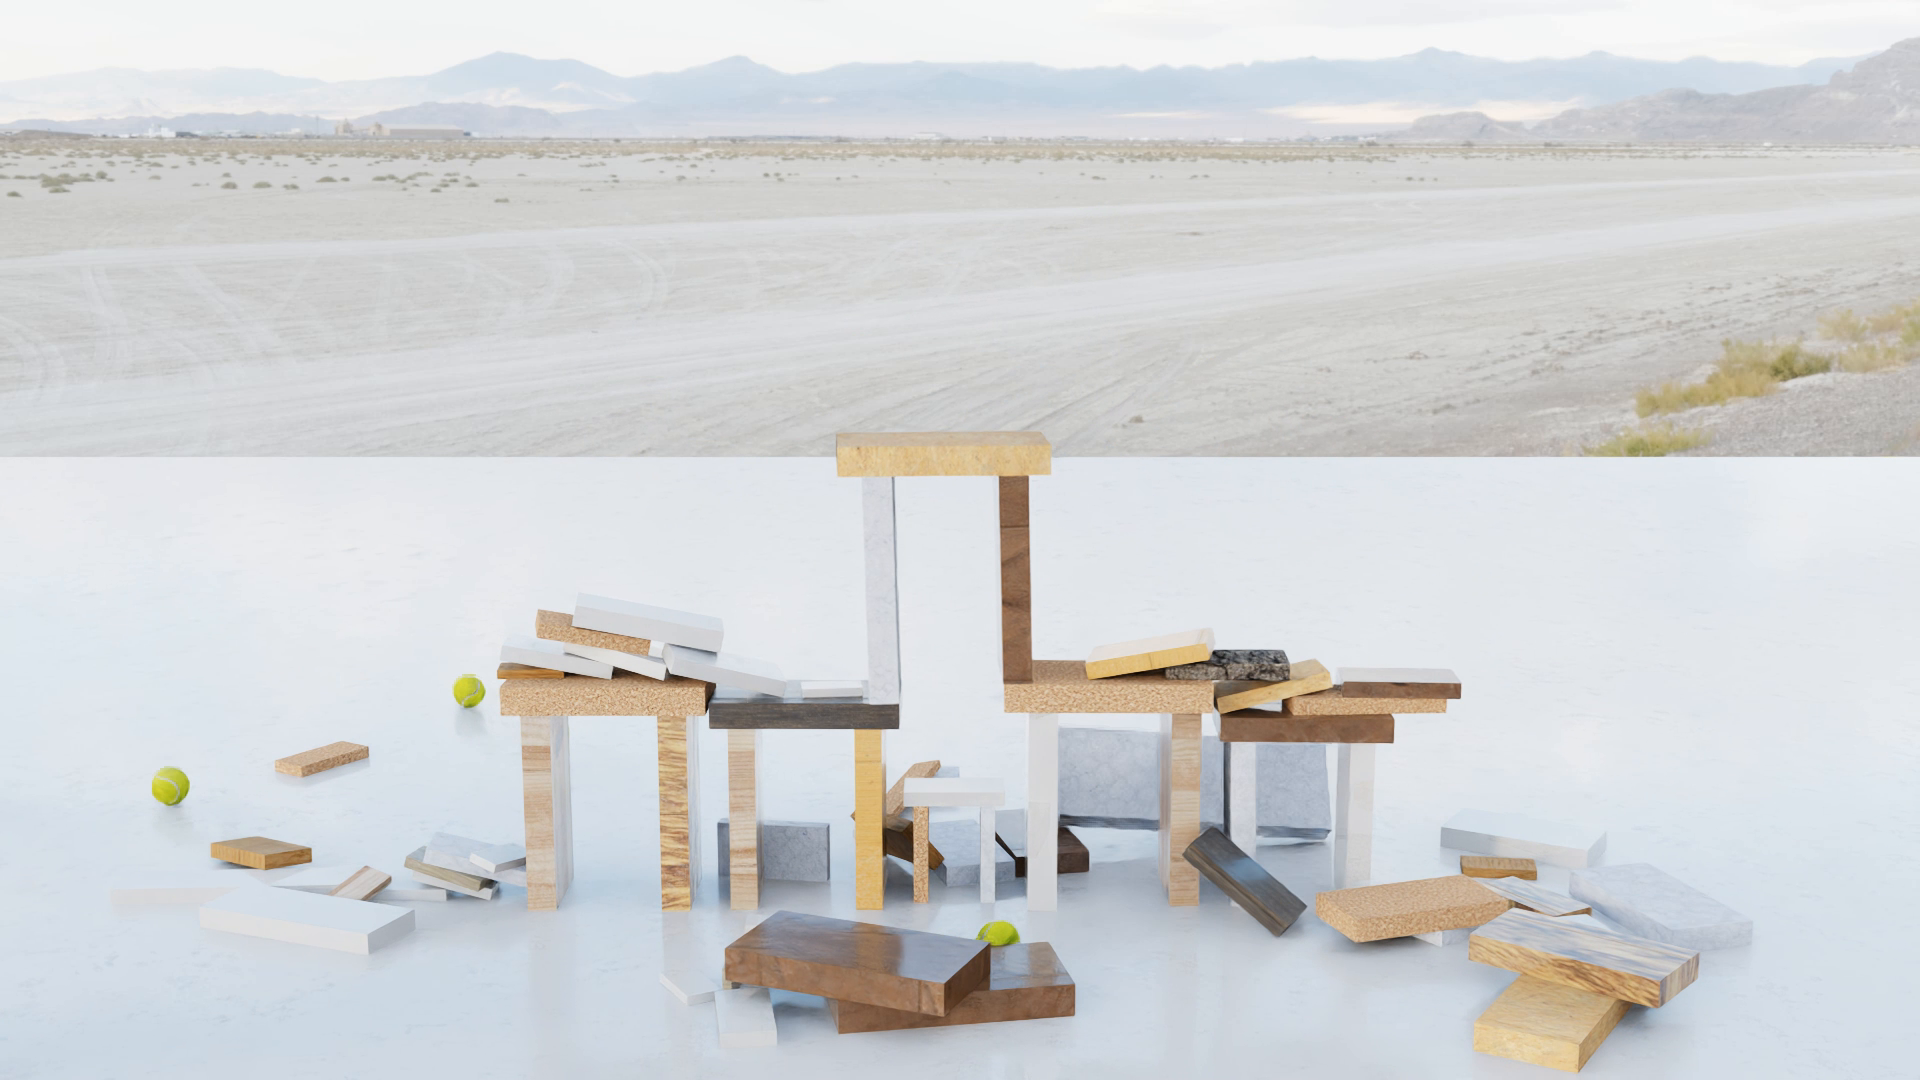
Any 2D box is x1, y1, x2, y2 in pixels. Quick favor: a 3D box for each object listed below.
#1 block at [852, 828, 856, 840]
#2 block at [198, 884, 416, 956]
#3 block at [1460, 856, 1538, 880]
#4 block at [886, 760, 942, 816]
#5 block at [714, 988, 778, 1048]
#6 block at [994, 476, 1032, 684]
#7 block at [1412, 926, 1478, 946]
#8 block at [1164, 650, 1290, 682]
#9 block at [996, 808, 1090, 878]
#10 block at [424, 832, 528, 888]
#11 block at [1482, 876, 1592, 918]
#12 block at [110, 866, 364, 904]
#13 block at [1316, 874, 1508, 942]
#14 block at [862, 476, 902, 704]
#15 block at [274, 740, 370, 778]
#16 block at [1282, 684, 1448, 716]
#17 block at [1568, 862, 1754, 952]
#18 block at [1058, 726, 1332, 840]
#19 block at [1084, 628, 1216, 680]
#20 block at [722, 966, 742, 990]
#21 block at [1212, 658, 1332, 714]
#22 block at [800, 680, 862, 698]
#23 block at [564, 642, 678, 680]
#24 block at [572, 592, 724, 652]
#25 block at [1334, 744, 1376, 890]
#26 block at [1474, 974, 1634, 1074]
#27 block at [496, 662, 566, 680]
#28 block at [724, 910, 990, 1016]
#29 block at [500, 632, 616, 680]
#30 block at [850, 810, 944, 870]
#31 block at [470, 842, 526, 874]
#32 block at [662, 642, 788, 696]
[{"bbox_3d":[-0.132,0.529,3.956,0.109,0.015,0.054,-4,11,-23],"label":"block"},{"bbox_3d":[-1.041,0.603,3.506,0.325,0.034,0.121,4,11,22],"label":"block"},{"bbox_3d":[0.923,0.562,3.770,0.123,0.017,0.062,2,11,9],"label":"block"},{"bbox_3d":[-0.108,0.476,4.148,0.054,0.015,0.307,-11,11,19],"label":"block"},{"bbox_3d":[-0.306,0.679,3.129,0.079,0.022,0.158,-2,11,-9],"label":"block"},{"bbox_3d":[0.085,0.050,3.567,0.048,0.336,0.168,-2,10,-2],"label":"block"},{"bbox_3d":[0.734,0.605,3.520,0.087,0.025,0.174,-8,13,-36],"label":"block"},{"bbox_3d":[0.433,0.203,3.585,0.199,0.028,0.099,0,11,2],"label":"block"},{"bbox_3d":[0.129,0.531,3.884,0.130,0.037,0.259,-3,11,-13],"label":"block"},{"bbox_3d":[-0.796,0.532,3.666,0.178,0.025,0.089,14,11,-5],"label":"block"},{"bbox_3d":[0.934,0.592,3.590,0.087,0.025,0.174,-6,12,-31],"label":"block"},{"bbox_3d":[-1.200,0.576,3.673,0.400,0.025,0.089,-1,11,-4],"label":"block"},{"bbox_3d":[0.714,0.581,3.480,0.269,0.037,0.130,-4,11,-19],"label":"block"},{"bbox_3d":[-0.126,0.067,3.565,0.048,0.368,0.168,-2,11,0],"label":"block"},{"bbox_3d":[-1.281,0.439,4.418,0.079,0.022,0.173,7,12,32],"label":"block"},{"bbox_3d":[0.664,0.261,3.616,0.252,0.027,0.095,0,11,-4],"label":"block"},{"bbox_3d":[1.126,0.592,3.548,0.145,0.041,0.291,-3,11,-16],"label":"block"},{"bbox_3d":[0.410,0.436,3.949,0.499,0.171,0.049,4,-31,-5],"label":"block"},{"bbox_3d":[0.309,0.183,3.565,0.199,0.028,0.099,-10,10,15],"label":"block"},{"bbox_3d":[-0.334,0.641,3.262,0.014,0.049,0.098,1,11,7],"label":"block"},{"bbox_3d":[0.507,0.240,3.617,0.190,0.027,0.095,-13,11,-2],"label":"block"},{"bbox_3d":[-0.209,0.243,3.588,0.098,0.014,0.049,-1,11,-7],"label":"block"},{"bbox_3d":[-0.547,0.186,3.600,0.181,0.026,0.090,15,10,14],"label":"block"},{"bbox_3d":[-0.510,0.134,3.602,0.241,0.034,0.121,11,7,-10],"label":"block"},{"bbox_3d":[0.653,0.452,3.646,0.040,0.280,0.140,1,11,2],"label":"block"},{"bbox_3d":[0.879,0.661,3.174,0.145,0.041,0.412,6,12,31],"label":"block"},{"bbox_3d":[-0.701,0.213,3.602,0.107,0.015,0.054,-1,11,-4],"label":"block"},{"bbox_3d":[-0.147,0.608,3.174,0.343,0.049,0.171,4,11,22],"label":"block"},{"bbox_3d":[-0.656,0.190,3.605,0.181,0.026,0.090,10,10,-5],"label":"block"},{"bbox_3d":[-0.109,0.511,3.784,0.027,0.095,0.190,-47,23,-20],"label":"block"},{"bbox_3d":[-0.756,0.526,3.643,0.054,0.015,0.107,20,12,25],"label":"block"},{"bbox_3d":[-0.383,0.208,3.570,0.190,0.027,0.095,14,11,-20],"label":"block"}]
